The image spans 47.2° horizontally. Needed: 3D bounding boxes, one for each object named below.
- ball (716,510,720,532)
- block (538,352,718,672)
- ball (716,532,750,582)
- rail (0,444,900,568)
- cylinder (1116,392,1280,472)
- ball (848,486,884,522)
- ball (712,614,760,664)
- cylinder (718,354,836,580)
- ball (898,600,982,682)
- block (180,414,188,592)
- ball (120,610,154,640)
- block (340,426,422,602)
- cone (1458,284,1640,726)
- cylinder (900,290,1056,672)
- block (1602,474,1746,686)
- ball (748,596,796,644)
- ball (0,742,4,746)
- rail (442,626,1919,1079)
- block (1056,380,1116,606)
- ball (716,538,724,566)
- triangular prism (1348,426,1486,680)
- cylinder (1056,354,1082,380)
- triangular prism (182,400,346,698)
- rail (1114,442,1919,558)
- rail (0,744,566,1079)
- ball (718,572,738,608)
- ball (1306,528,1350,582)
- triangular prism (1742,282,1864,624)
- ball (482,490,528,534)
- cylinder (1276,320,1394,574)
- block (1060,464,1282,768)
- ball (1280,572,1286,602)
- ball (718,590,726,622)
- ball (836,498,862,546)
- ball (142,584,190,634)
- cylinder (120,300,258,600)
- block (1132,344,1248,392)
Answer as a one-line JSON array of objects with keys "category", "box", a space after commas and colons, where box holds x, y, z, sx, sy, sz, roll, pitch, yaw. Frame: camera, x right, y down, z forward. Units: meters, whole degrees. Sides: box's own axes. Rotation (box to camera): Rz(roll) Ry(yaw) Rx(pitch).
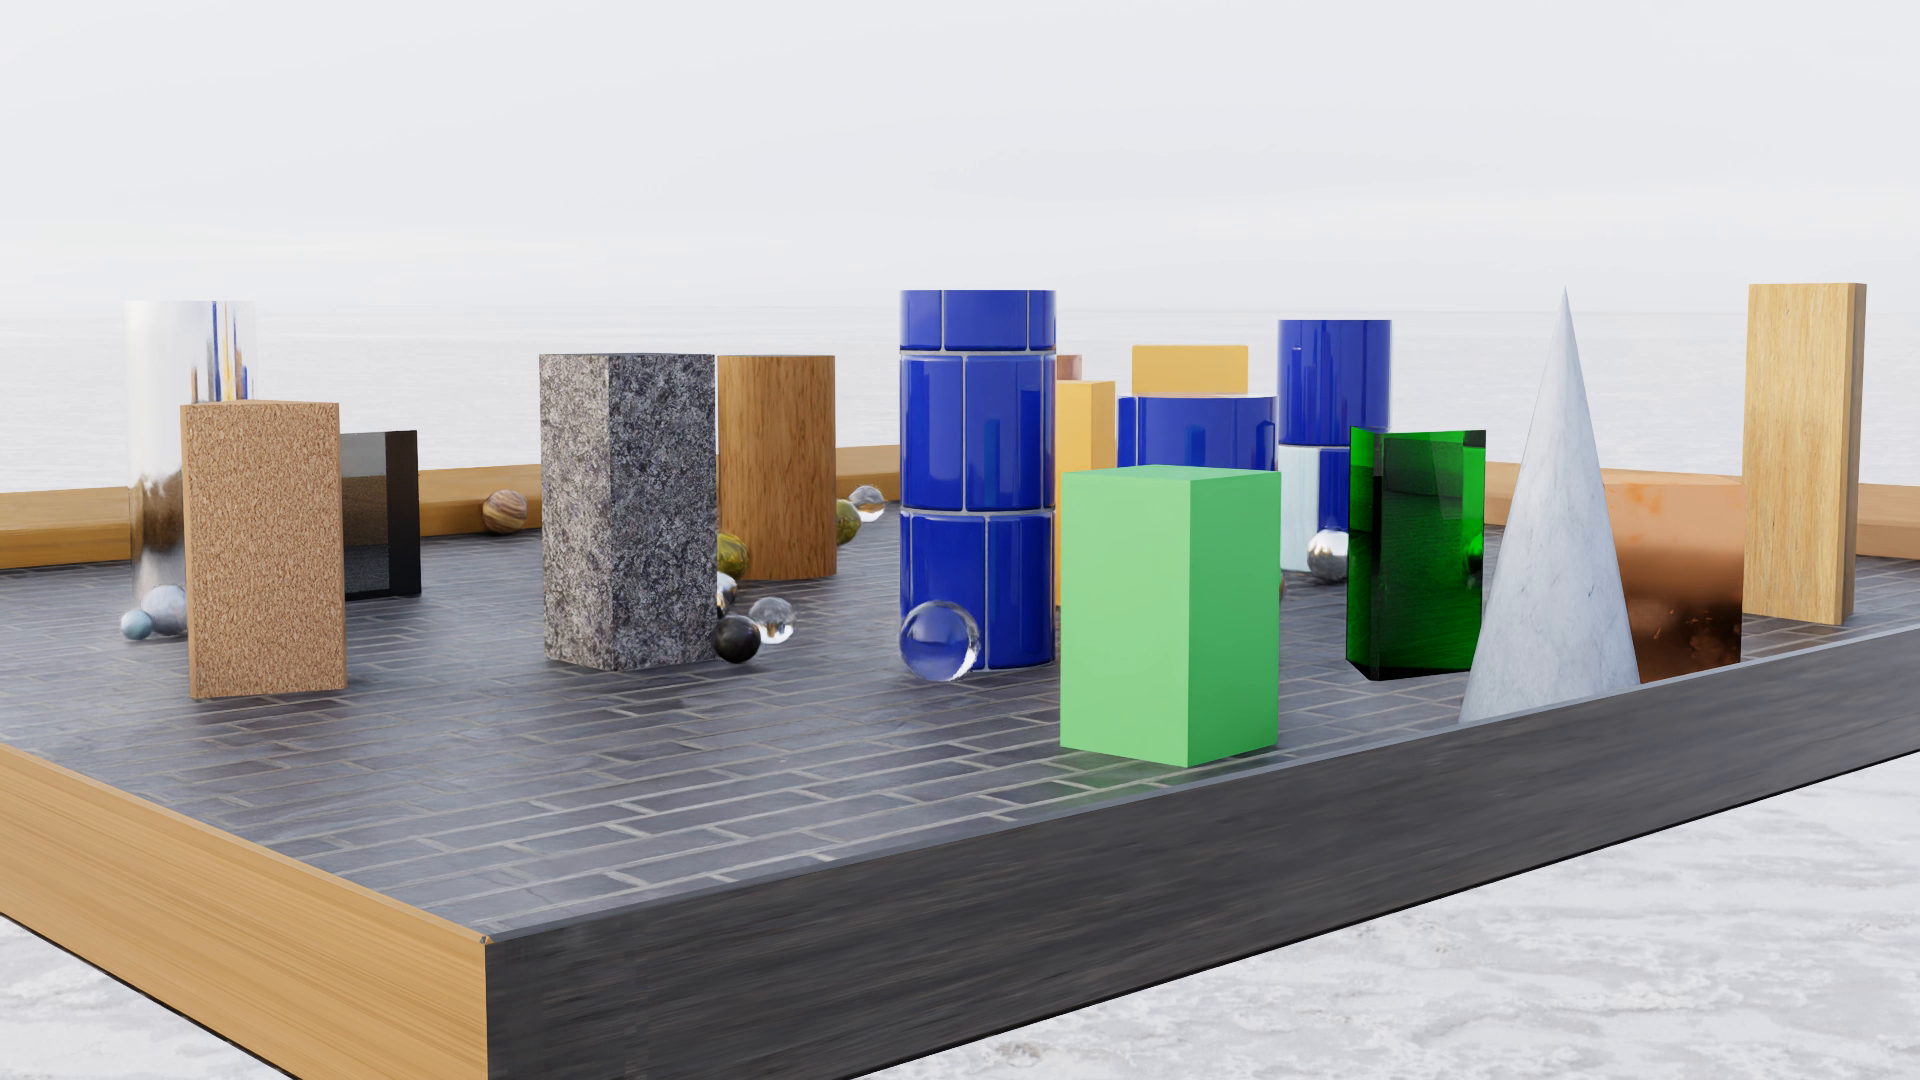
[{"category": "ball", "box": [-0.439, -0.007, 3.890, 0.096, 0.096, 0.096, 0, 6, 0]}, {"category": "block", "box": [-0.424, -0.042, 2.814, 0.159, 0.390, 0.159, -5, 8, -42]}, {"category": "ball", "box": [-0.386, 0.031, 3.572, 0.087, 0.087, 0.087, 0, 6, 0]}, {"category": "rail", "box": [-0.987, -0.077, 4.396, 3.380, 0.129, 0.045, -5, 8, -42]}, {"category": "cylinder", "box": [0.292, -0.009, 2.724, 0.199, 0.342, 0.199, 0, 6, 0]}, {"category": "ball", "box": [-0.198, -0.076, 4.646, 0.077, 0.077, 0.077, 0, 6, 0]}, {"category": "ball", "box": [-0.284, 0.125, 2.788, 0.062, 0.062, 0.062, 0, 6, 0]}, {"category": "cylinder", "box": [-0.310, -0.128, 3.735, 0.199, 0.370, 0.199, 0, 6, 0]}, {"category": "ball", "box": [-0.024, 0.121, 2.648, 0.100, 0.100, 0.100, 0, 6, 0]}, {"category": "block", "box": [-1.031, -0.031, 3.166, 0.159, 0.295, 0.159, -2, 6, -21]}, {"category": "ball", "box": [-1.115, 0.115, 2.980, 0.042, 0.042, 0.042, 0, 6, 0]}, {"category": "block", "box": [-0.965, -0.044, 3.462, 0.159, 0.259, 0.159, 5, 8, 42]}, {"category": "cone", "box": [0.635, -0.034, 2.333, 0.199, 0.473, 0.199, 0, 6, 0]}, {"category": "cylinder", "box": [0.023, -0.081, 2.798, 0.199, 0.470, 0.199, 0, 6, 0]}, {"category": "block", "box": [0.831, 0.050, 2.621, 0.159, 0.246, 0.159, 1, 6, 6]}, {"category": "ball", "box": [-0.252, 0.108, 2.946, 0.065, 0.065, 0.065, 0, 6, 0]}, {"category": "ball", "box": [-0.862, 0.207, 1.913, 0.080, 0.080, 0.080, 0, 6, 0]}, {"category": "rail", "box": [0.987, 0.145, 2.267, 3.380, 0.129, 0.045, -5, 8, -42]}, {"category": "block", "box": [0.144, -0.077, 3.406, 0.159, 0.336, 0.159, 2, 6, 17]}, {"category": "ball", "box": [-0.438, 0.022, 3.693, 0.079, 0.079, 0.079, 0, 6, 0]}, {"category": "triangular prism", "box": [0.537, 0.010, 2.747, 0.173, 0.299, 0.150, -3, 7, -30]}, {"category": "cylinder", "box": [0.108, -0.132, 3.763, 0.199, 0.371, 0.199, 0, 6, 0]}, {"category": "triangular prism", "box": [-0.835, 0.004, 2.623, 0.173, 0.338, 0.150, -3, 6, -23]}, {"category": "rail", "box": [1.225, -0.083, 4.456, 0.045, 0.129, 2.960, -5, 8, -42]}, {"category": "rail", "box": [-1.225, 0.151, 2.208, 0.045, 0.129, 2.960, -5, 8, -42]}, {"category": "ball", "box": [-0.361, 0.076, 3.293, 0.056, 0.056, 0.056, 0, 6, 0]}, {"category": "ball", "box": [0.614, 0.025, 3.611, 0.091, 0.091, 0.091, 0, 6, 0]}, {"category": "triangular prism", "box": [1.265, -0.131, 3.216, 0.150, 0.484, 0.173, -4, 7, -33]}, {"category": "ball", "box": [-0.907, -0.055, 4.386, 0.090, 0.090, 0.090, 0, 6, 0]}, {"category": "cylinder", "box": [0.646, -0.165, 3.801, 0.199, 0.430, 0.199, 0, 6, 0]}, {"category": "block", "box": [0.215, 0.071, 2.250, 0.159, 0.282, 0.159, 5, 8, 41]}, {"category": "ball", "box": [0.443, 0.070, 3.250, 0.077, 0.077, 0.077, 0, 6, 0]}, {"category": "ball", "box": [-0.357, 0.095, 2.952, 0.088, 0.088, 0.088, 0, 6, 0]}, {"category": "ball", "box": [-0.233, -0.034, 4.185, 0.089, 0.089, 0.089, 0, 6, 0]}, {"category": "ball", "box": [-1.091, 0.096, 3.033, 0.069, 0.069, 0.069, 0, 6, 0]}, {"category": "cylinder", "box": [-1.205, -0.145, 3.459, 0.199, 0.460, 0.199, 0, 6, 0]}, {"category": "block", "box": [0.325, -0.078, 3.127, 0.159, 0.396, 0.159, 1, 6, 6]}]
